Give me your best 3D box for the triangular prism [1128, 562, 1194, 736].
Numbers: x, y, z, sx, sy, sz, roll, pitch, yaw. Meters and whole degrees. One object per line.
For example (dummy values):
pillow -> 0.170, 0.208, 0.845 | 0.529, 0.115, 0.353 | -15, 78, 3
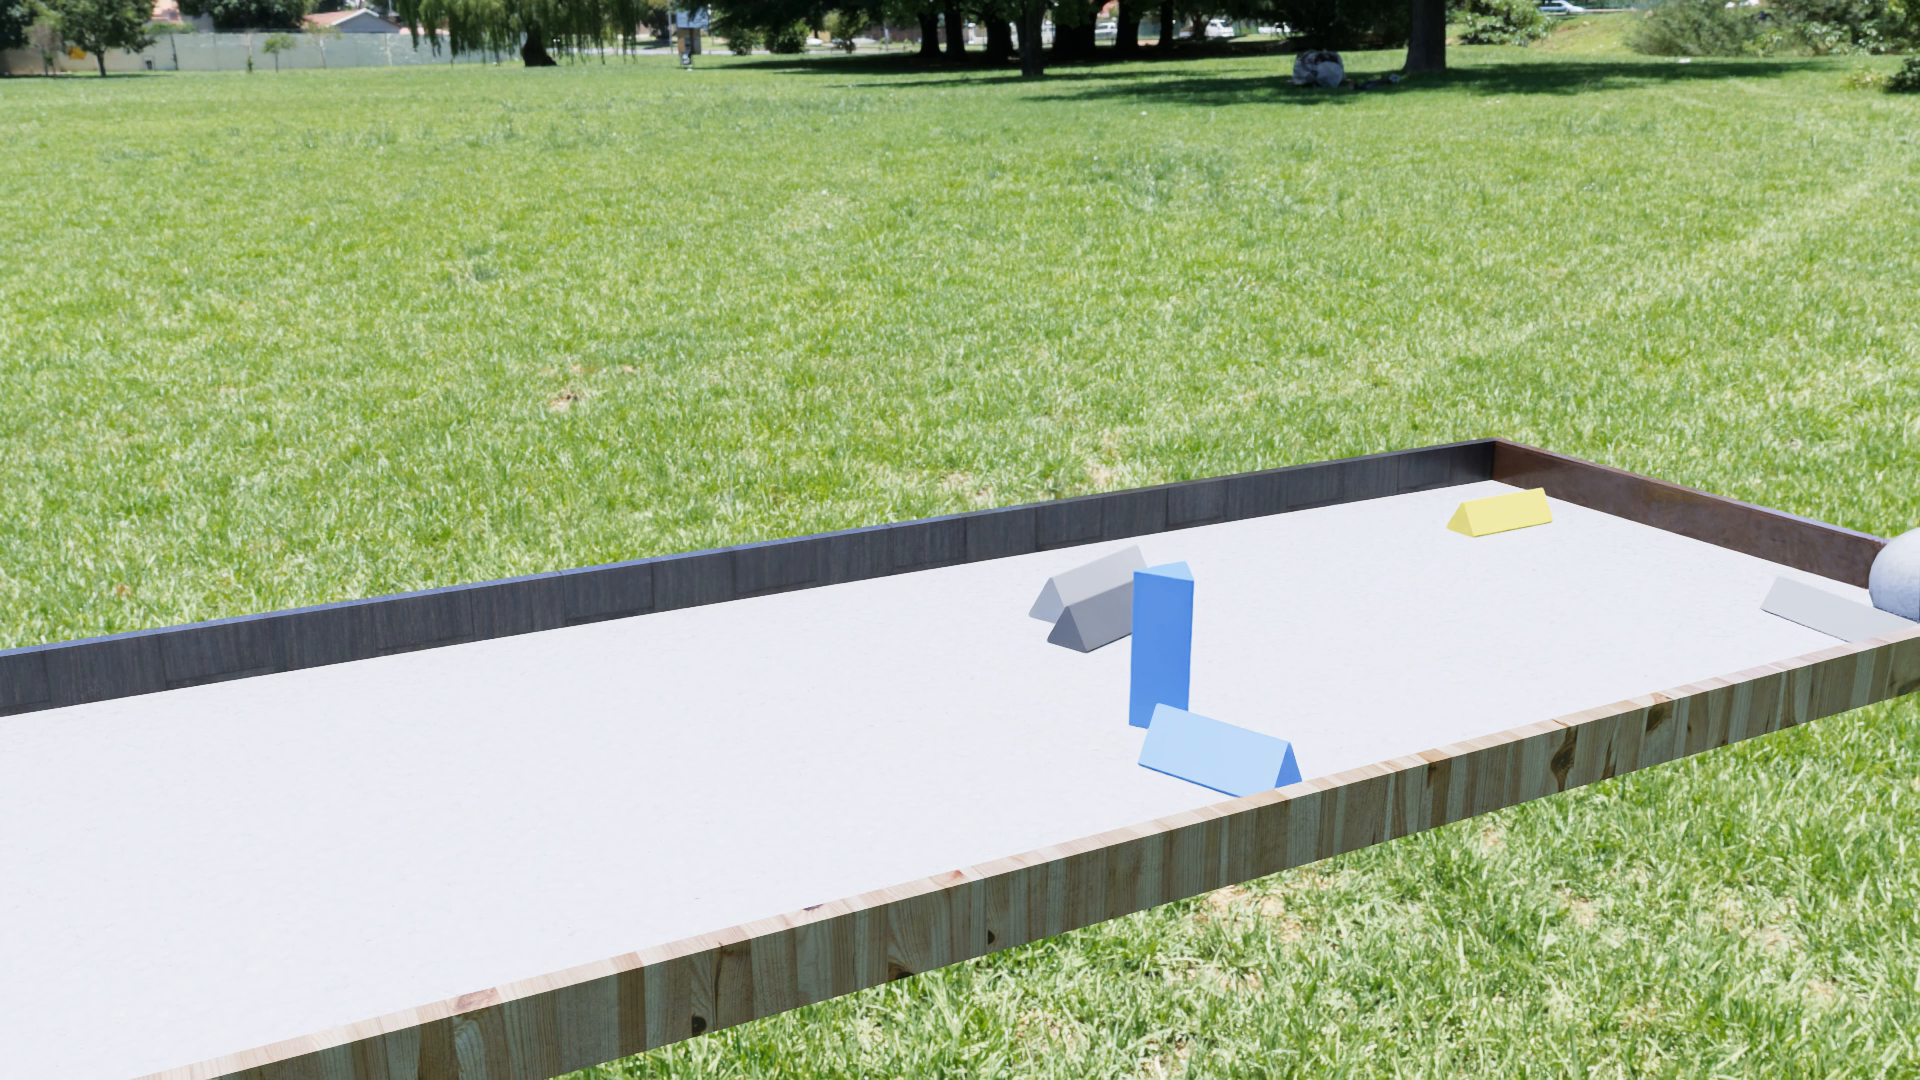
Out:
triangular prism -> 0.491, 0.247, 3.843 | 0.147, 0.379, 0.127 | 9, 19, 28

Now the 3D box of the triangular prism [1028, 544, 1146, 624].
triangular prism -> 0.384, 0.119, 4.708 | 0.149, 0.129, 0.416 | 14, 21, 38

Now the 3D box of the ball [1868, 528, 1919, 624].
ball -> 2.598, 0.119, 4.389 | 0.316, 0.316, 0.316 | 0, 16, 0

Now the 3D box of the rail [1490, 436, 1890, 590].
rail -> 2.466, -0.048, 5.253 | 0.050, 0.150, 2.100 | -9, 18, -27

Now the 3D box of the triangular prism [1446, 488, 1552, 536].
triangular prism -> 1.807, -0.101, 5.502 | 0.372, 0.104, 0.120 | -9, 19, -28

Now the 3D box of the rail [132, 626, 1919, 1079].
rail -> -2.336, 1.006, 1.665 | 12.000, 0.150, 0.050 | -9, 18, -27

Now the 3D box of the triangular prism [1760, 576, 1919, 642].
triangular prism -> 2.405, 0.204, 4.481 | 0.110, 0.095, 0.458 | -7, 18, -21

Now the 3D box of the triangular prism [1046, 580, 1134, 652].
triangular prism -> 0.421, 0.185, 4.511 | 0.133, 0.115, 0.417 | 14, 22, 39

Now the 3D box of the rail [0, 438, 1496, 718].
rail -> -3.305, 0.497, 3.399 | 12.000, 0.150, 0.050 | -9, 18, -27
